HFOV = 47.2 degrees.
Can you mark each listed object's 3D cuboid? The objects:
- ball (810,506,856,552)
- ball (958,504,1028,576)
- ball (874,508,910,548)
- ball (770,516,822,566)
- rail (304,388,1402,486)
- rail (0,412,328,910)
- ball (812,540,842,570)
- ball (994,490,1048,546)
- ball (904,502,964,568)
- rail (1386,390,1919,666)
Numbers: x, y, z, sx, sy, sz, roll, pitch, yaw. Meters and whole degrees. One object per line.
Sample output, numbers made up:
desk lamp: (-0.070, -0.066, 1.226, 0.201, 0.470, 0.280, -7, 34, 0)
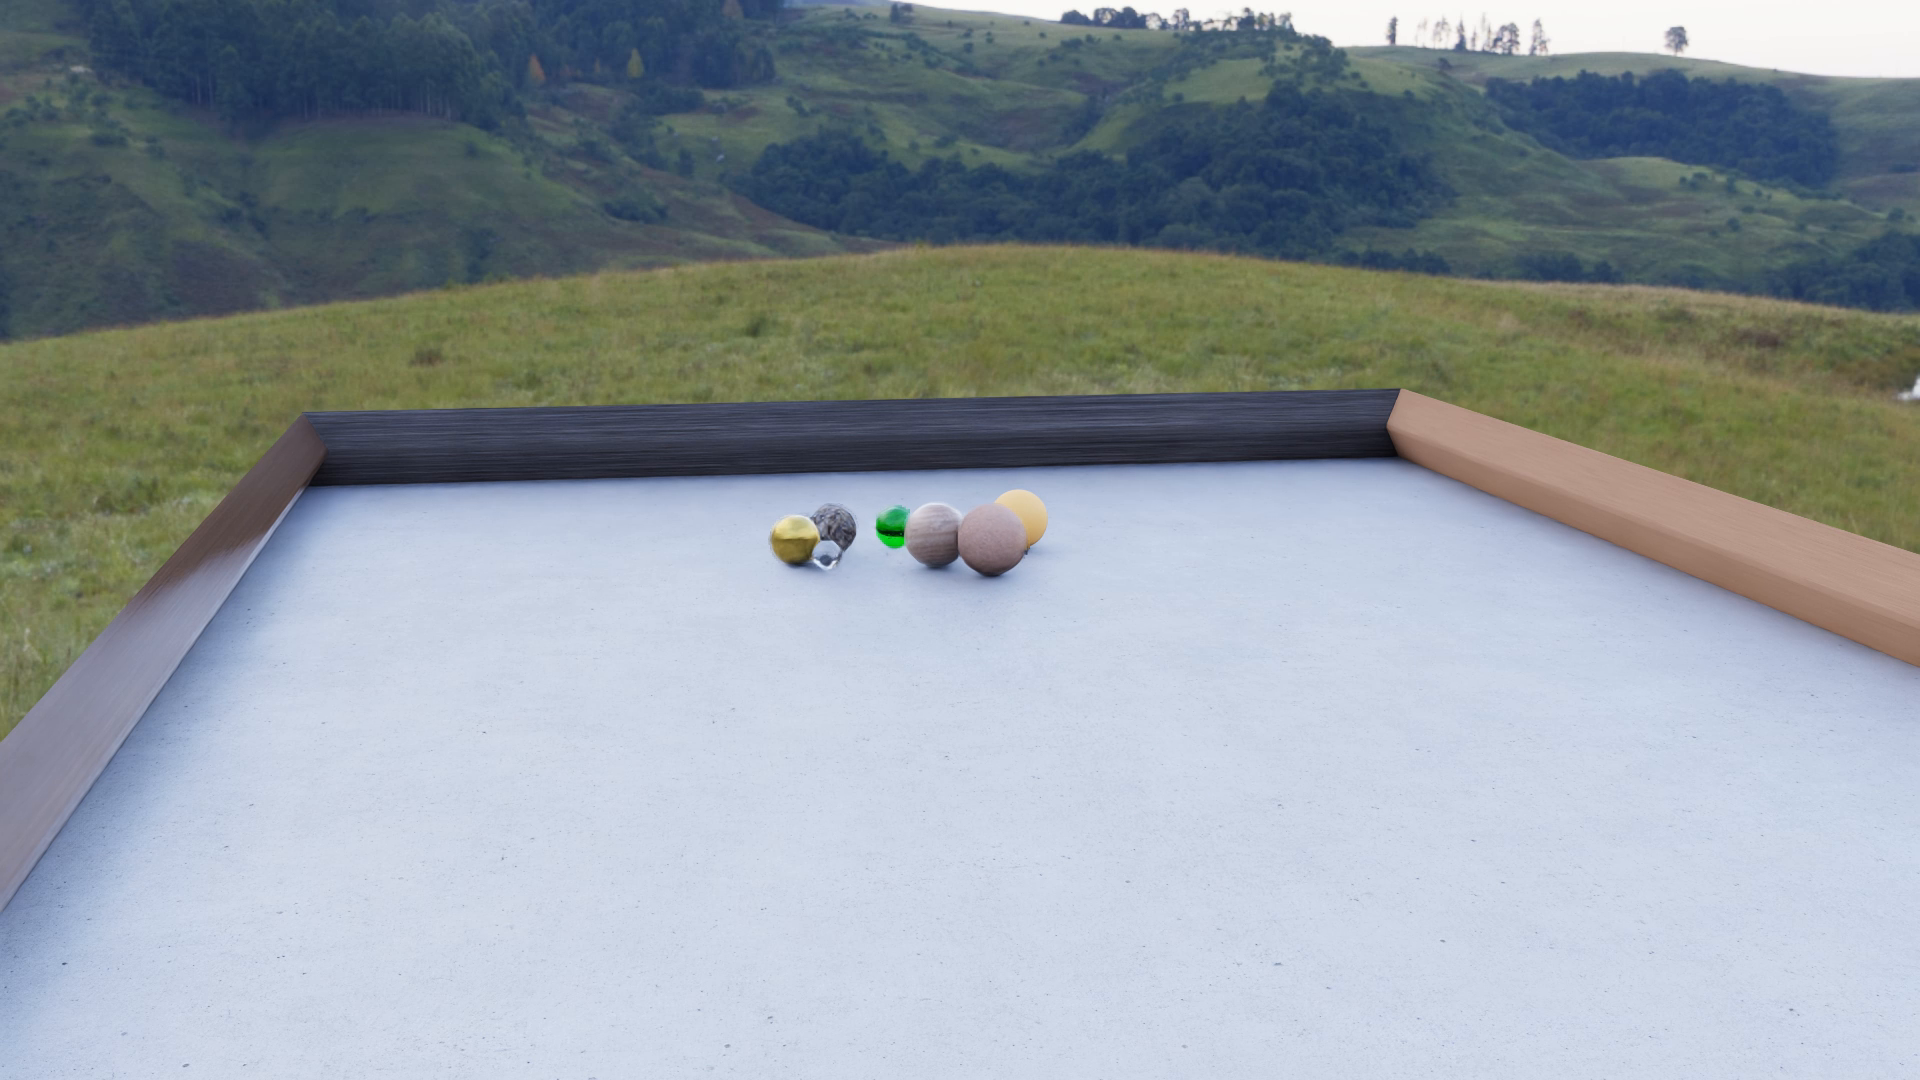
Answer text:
ball: (-0.190, -0.016, 3.259, 0.072, 0.072, 0.072, 0, 11, 0)
ball: (0.046, 0.000, 3.104, 0.100, 0.100, 0.100, 0, 11, 0)
ball: (-0.098, -0.019, 3.311, 0.060, 0.060, 0.060, 0, 11, 0)
ball: (-0.237, 0.000, 3.175, 0.072, 0.072, 0.072, 0, 11, 0)
rail: (-0.150, -0.188, 4.003, 2.021, 0.130, 0.045, -2, 11, -10)
rail: (-0.818, 0.171, 2.120, 0.045, 0.130, 3.594, -2, 11, -10)
ball: (-0.190, 0.021, 3.145, 0.042, 0.042, 0.042, 0, 11, 0)
ball: (0.088, -0.031, 3.297, 0.089, 0.089, 0.089, 0, 11, 0)
ball: (-0.035, -0.007, 3.161, 0.092, 0.092, 0.092, 0, 11, 0)
rail: (1.127, 0.108, 2.453, 0.045, 0.130, 3.594, -2, 11, -10)
